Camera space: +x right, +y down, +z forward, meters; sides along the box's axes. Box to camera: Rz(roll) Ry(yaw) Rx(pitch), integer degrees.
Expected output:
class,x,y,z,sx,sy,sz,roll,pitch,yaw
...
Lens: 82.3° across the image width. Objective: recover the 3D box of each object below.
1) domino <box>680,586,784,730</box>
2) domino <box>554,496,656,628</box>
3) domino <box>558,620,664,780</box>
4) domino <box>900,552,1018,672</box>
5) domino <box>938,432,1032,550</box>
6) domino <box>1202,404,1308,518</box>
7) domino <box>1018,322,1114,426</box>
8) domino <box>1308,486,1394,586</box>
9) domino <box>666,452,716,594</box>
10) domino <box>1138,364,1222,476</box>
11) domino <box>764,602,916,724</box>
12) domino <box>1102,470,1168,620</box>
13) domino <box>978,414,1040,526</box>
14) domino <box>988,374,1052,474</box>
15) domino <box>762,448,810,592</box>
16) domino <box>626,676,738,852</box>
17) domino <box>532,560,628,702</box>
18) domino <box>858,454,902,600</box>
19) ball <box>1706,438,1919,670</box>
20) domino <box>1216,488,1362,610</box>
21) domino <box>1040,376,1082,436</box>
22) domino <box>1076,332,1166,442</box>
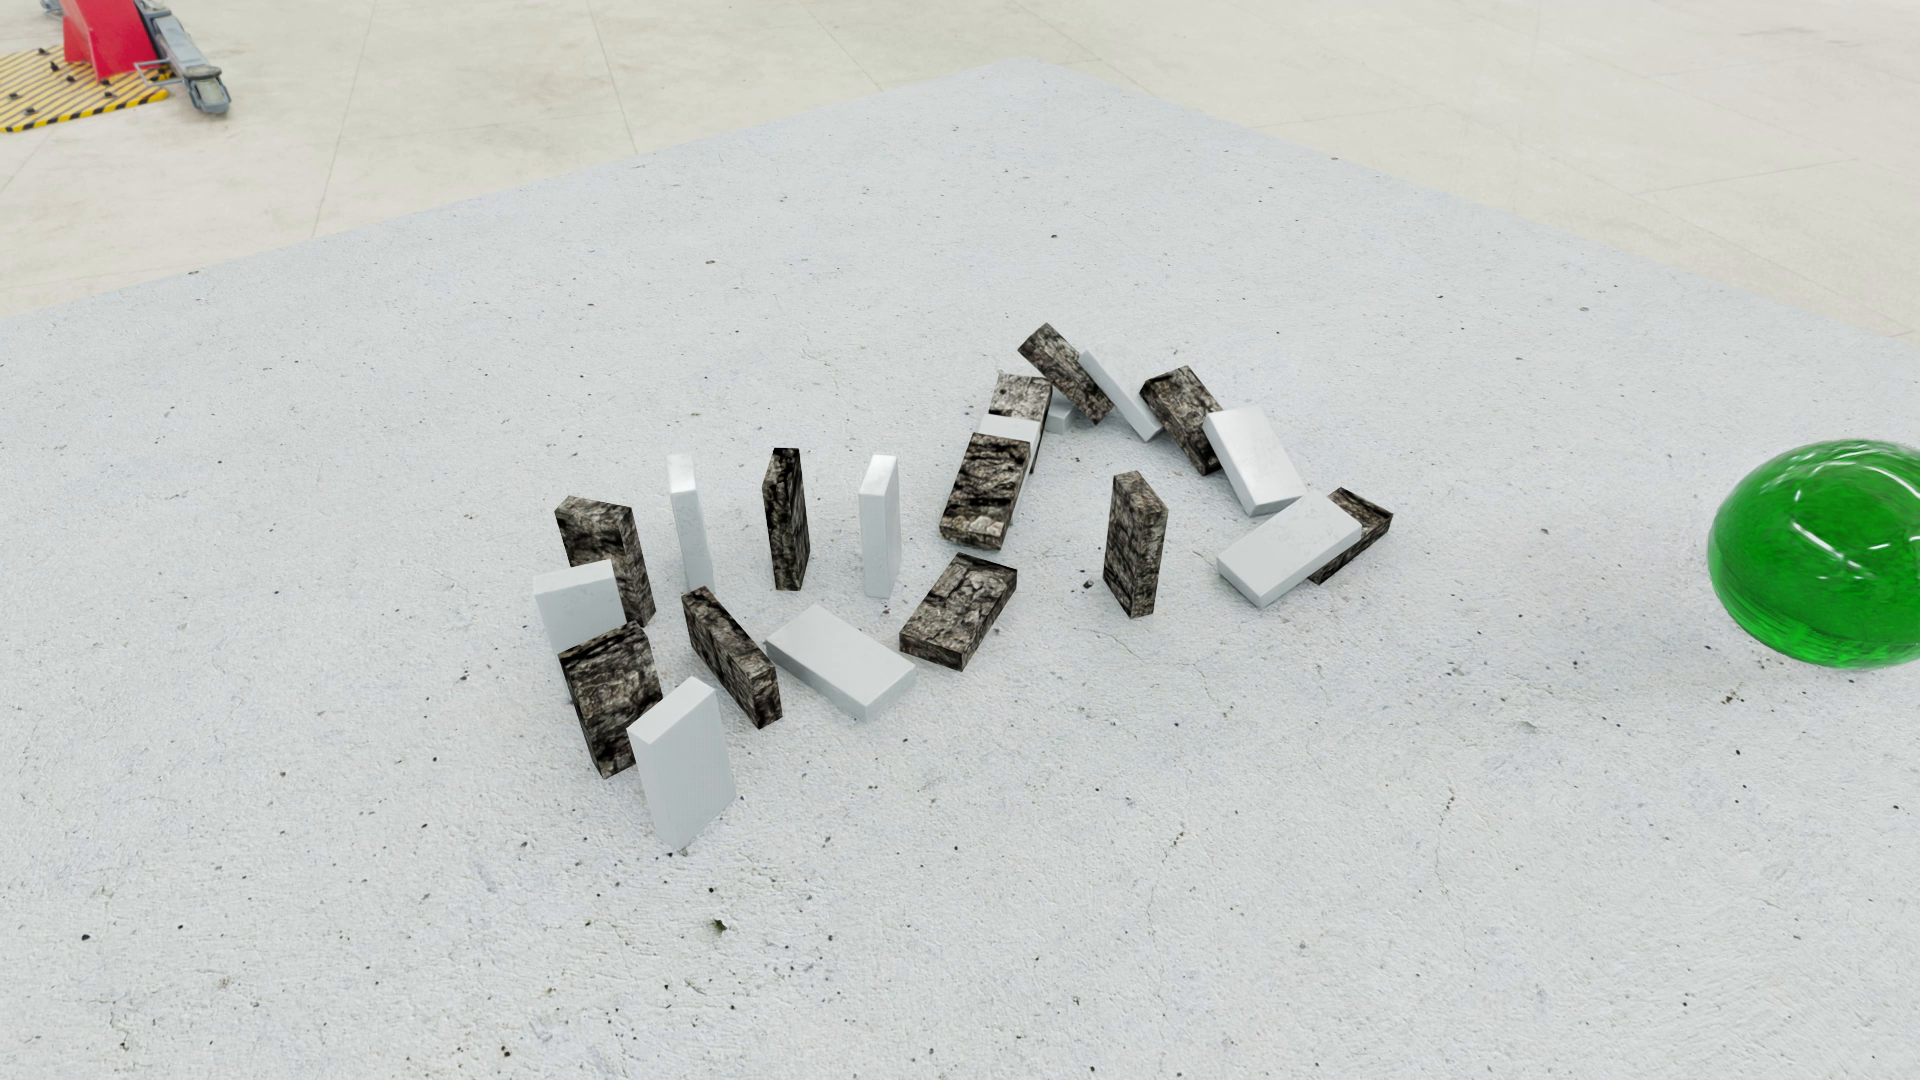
class,x,y,z,sx,sy,sz,roll,pitch,yaw
domino,-0.080,0.040,0.382,0.009,0.025,0.050,-26,46,-28
domino,-0.129,0.009,0.401,0.025,0.050,0.009,10,40,12
domino,-0.108,0.051,0.349,0.025,0.050,0.010,-25,46,-28
domino,0.000,0.026,0.412,0.025,0.010,0.050,17,42,19
domino,0.011,-0.021,0.452,0.025,0.009,0.050,11,56,13
domino,0.127,-0.035,0.474,0.025,0.009,0.050,-11,59,-14
domino,0.052,-0.078,0.511,0.050,0.010,0.025,44,34,-1
domino,0.150,-0.002,0.446,0.050,0.010,0.025,-30,48,-31
domino,-0.102,-0.005,0.418,0.010,0.050,0.025,-9,40,-11
domino,0.106,-0.054,0.495,0.025,0.009,0.050,-23,67,-25
domino,-0.043,0.043,0.391,0.050,0.010,0.025,28,47,30
domino,0.065,0.002,0.409,0.009,0.050,0.025,-12,41,-15
domino,0.016,-0.031,0.471,0.025,0.009,0.050,10,56,12
domino,0.025,-0.054,0.499,0.025,0.009,0.050,7,54,11
domino,-0.066,-0.008,0.421,0.010,0.050,0.025,2,39,2
domino,-0.082,0.067,0.329,0.009,0.050,0.025,24,45,27
domino,-0.126,0.031,0.373,0.025,0.050,0.010,-14,41,-16
domino,-0.030,-0.005,0.417,0.010,0.050,0.025,6,40,7
ball,0.307,0.005,0.382,0.080,0.080,0.080,0,39,0
domino,0.127,0.003,0.427,0.050,0.009,0.025,-33,51,-10
domino,0.048,-0.070,0.529,0.025,0.009,0.050,18,43,21
domino,0.080,-0.071,0.511,0.025,0.009,0.050,-31,77,-38
